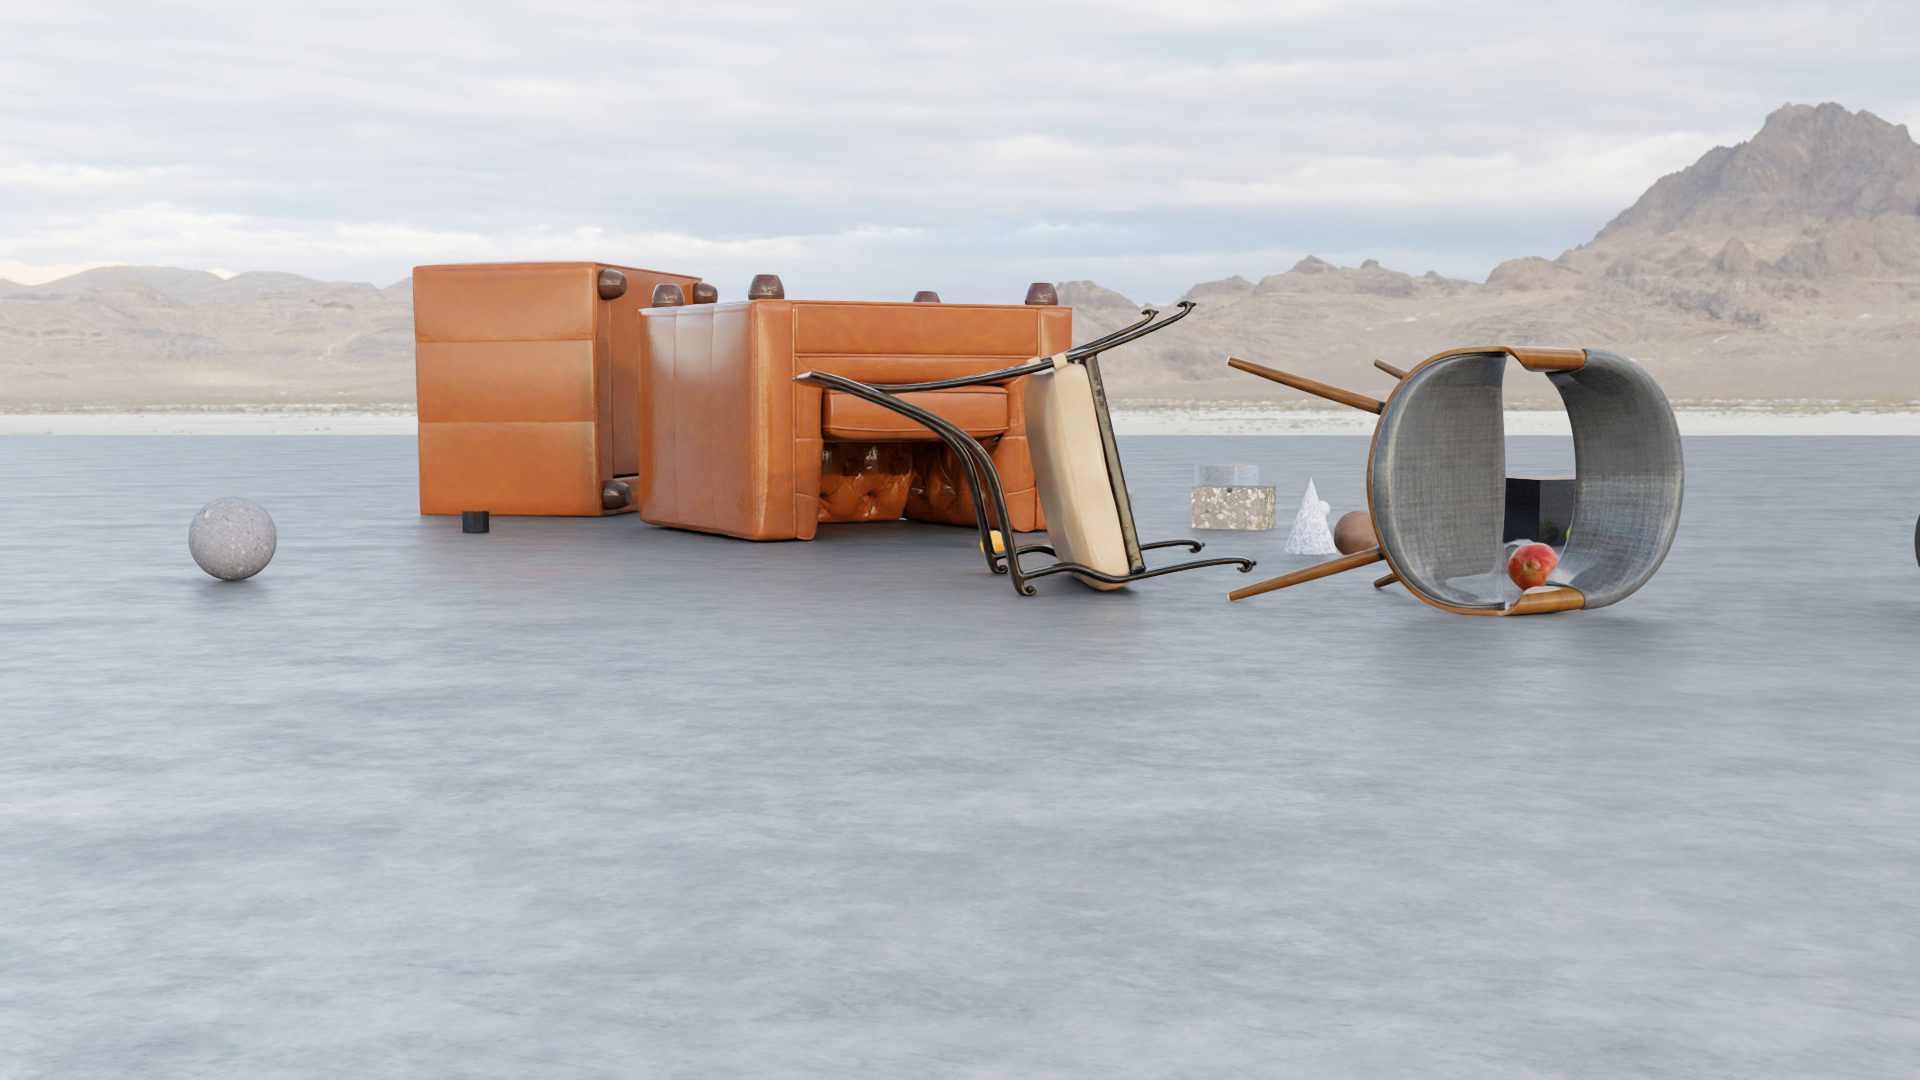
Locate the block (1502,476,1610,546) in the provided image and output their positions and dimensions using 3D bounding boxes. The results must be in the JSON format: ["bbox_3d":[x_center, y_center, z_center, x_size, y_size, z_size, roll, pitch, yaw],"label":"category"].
[{"bbox_3d":[1.731,-0.085,6.388,0.237,0.190,0.178,-1,4,-20],"label":"block"}]

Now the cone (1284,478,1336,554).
[{"bbox_3d":[0.965,-0.069,6.047,0.145,0.207,0.139,0,4,-5],"label":"cone"}]

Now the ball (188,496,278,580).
[{"bbox_3d":[-1.703,-0.004,5.151,0.198,0.198,0.198,0,4,0],"label":"ball"}]

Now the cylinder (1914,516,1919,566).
[{"bbox_3d":[2.145,0.003,4.495,0.278,0.276,0.256,-3,-8,-38],"label":"cylinder"}]

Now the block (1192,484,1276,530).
[{"bbox_3d":[0.888,-0.107,7.133,0.238,0.133,0.183,1,4,19],"label":"block"}]

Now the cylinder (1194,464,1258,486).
[{"bbox_3d":[1.024,-0.210,8.445,0.244,0.159,0.294,0,4,2],"label":"cylinder"}]

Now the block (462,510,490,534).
[{"bbox_3d":[-1.515,-0.057,6.882,0.056,0.068,0.063,-4,6,-45],"label":"block"}]
